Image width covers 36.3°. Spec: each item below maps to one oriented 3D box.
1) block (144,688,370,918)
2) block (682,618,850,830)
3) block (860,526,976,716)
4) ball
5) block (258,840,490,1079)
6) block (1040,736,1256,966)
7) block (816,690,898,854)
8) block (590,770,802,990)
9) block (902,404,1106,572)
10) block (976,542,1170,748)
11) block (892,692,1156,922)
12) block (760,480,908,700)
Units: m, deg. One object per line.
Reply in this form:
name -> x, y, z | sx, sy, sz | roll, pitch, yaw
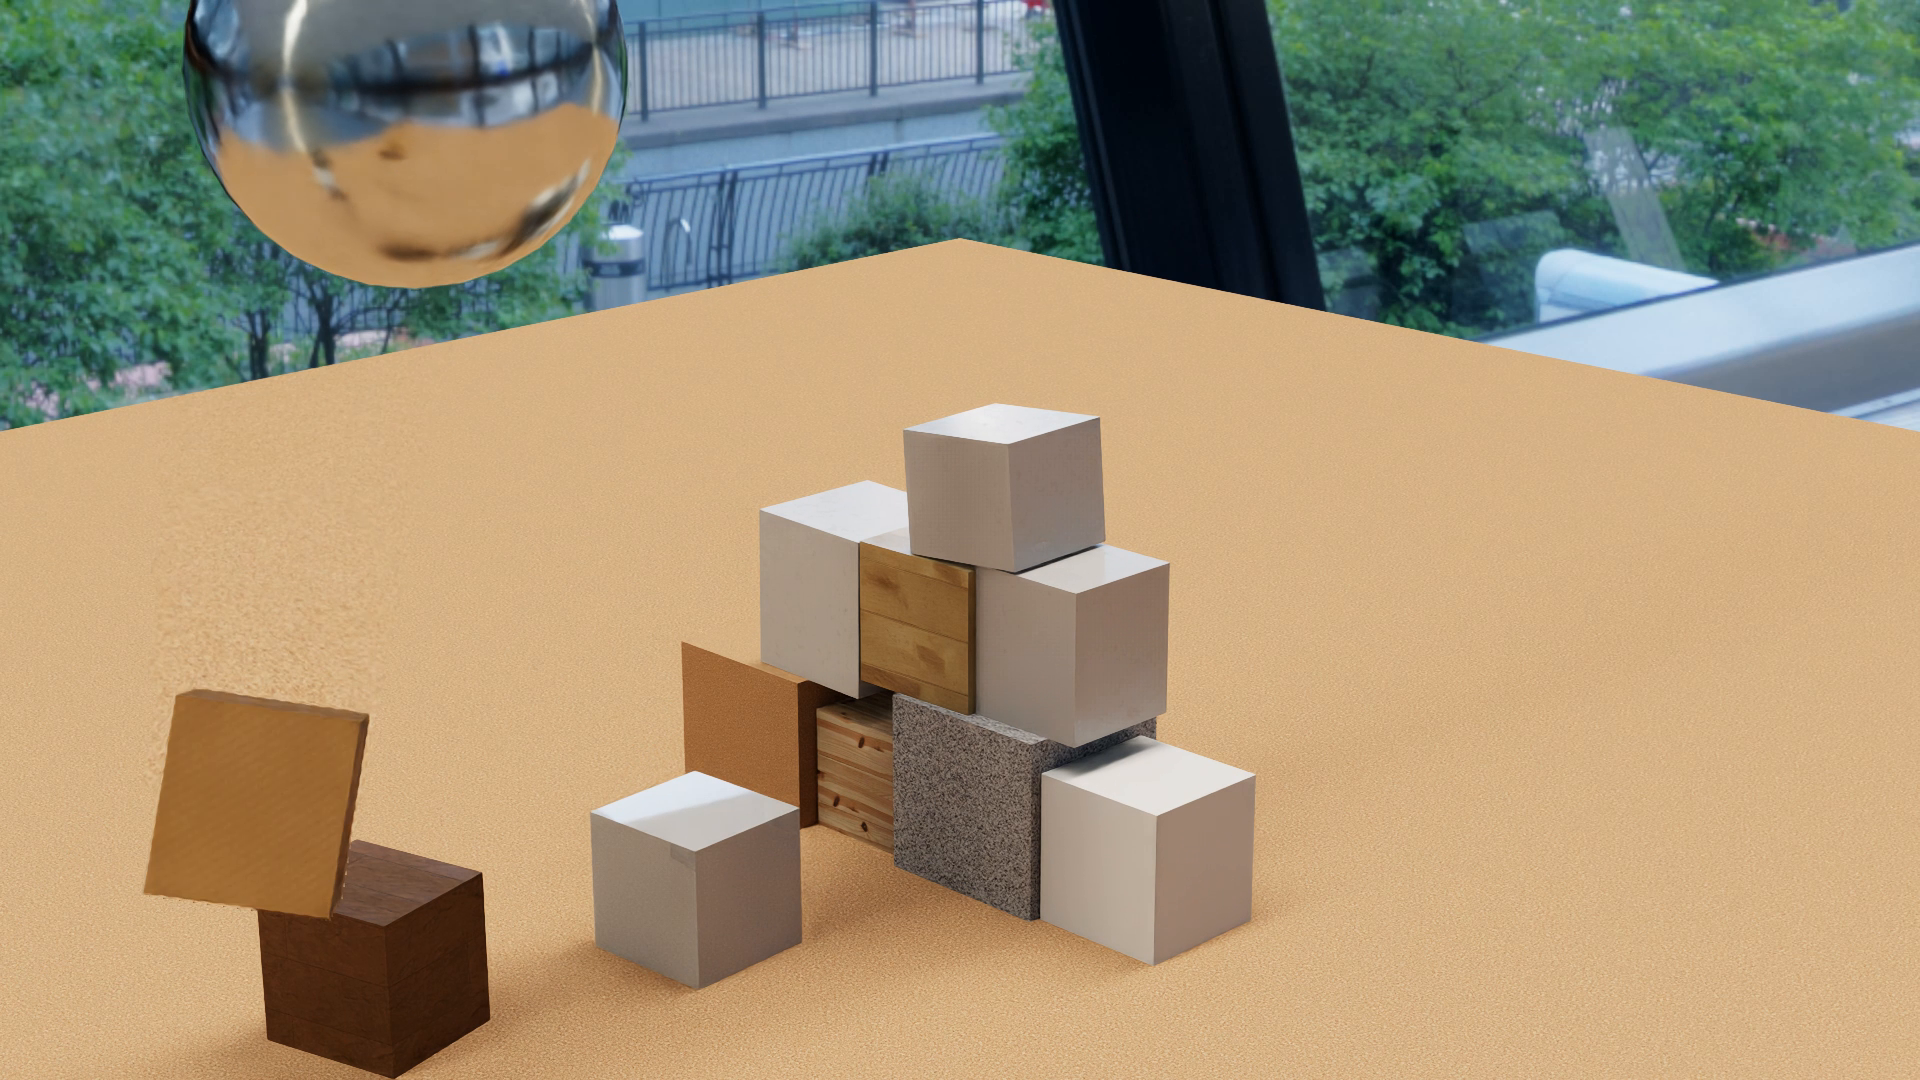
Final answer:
block -> -1.973, 0.734, 8.278 | 0.498, 0.543, 0.567 | 9, -2, -8
block -> -0.762, 0.845, 14.420 | 0.847, 0.740, 0.847 | -17, 24, -42
block -> 0.009, 0.324, 13.388 | 0.674, 0.672, 0.638 | 16, 23, 41
ball -> -2.012, -1.720, 10.692 | 1.600, 1.600, 1.600 | 0, 17, 0
block -> -2.371, 1.686, 11.878 | 0.667, 0.660, 0.597 | 10, 20, 29
block -> 0.822, 1.352, 12.885 | 0.653, 0.695, 0.668 | -17, 24, -42
block -> -0.249, 1.076, 13.939 | 0.613, 0.588, 0.605 | -17, 24, -42
block -> -1.135, 1.457, 12.655 | 0.646, 0.632, 0.622 | 15, 23, 39
block -> 0.199, -0.242, 13.034 | 0.624, 0.568, 0.613 | 10, 19, 42
block -> 0.495, 0.436, 12.978 | 0.599, 0.703, 0.608 | 17, 24, 42
block -> 0.293, 1.110, 13.411 | 0.823, 0.841, 0.871 | -17, 24, -42
block -> -0.460, 0.223, 13.898 | 0.695, 0.762, 0.687 | -16, 25, -42
